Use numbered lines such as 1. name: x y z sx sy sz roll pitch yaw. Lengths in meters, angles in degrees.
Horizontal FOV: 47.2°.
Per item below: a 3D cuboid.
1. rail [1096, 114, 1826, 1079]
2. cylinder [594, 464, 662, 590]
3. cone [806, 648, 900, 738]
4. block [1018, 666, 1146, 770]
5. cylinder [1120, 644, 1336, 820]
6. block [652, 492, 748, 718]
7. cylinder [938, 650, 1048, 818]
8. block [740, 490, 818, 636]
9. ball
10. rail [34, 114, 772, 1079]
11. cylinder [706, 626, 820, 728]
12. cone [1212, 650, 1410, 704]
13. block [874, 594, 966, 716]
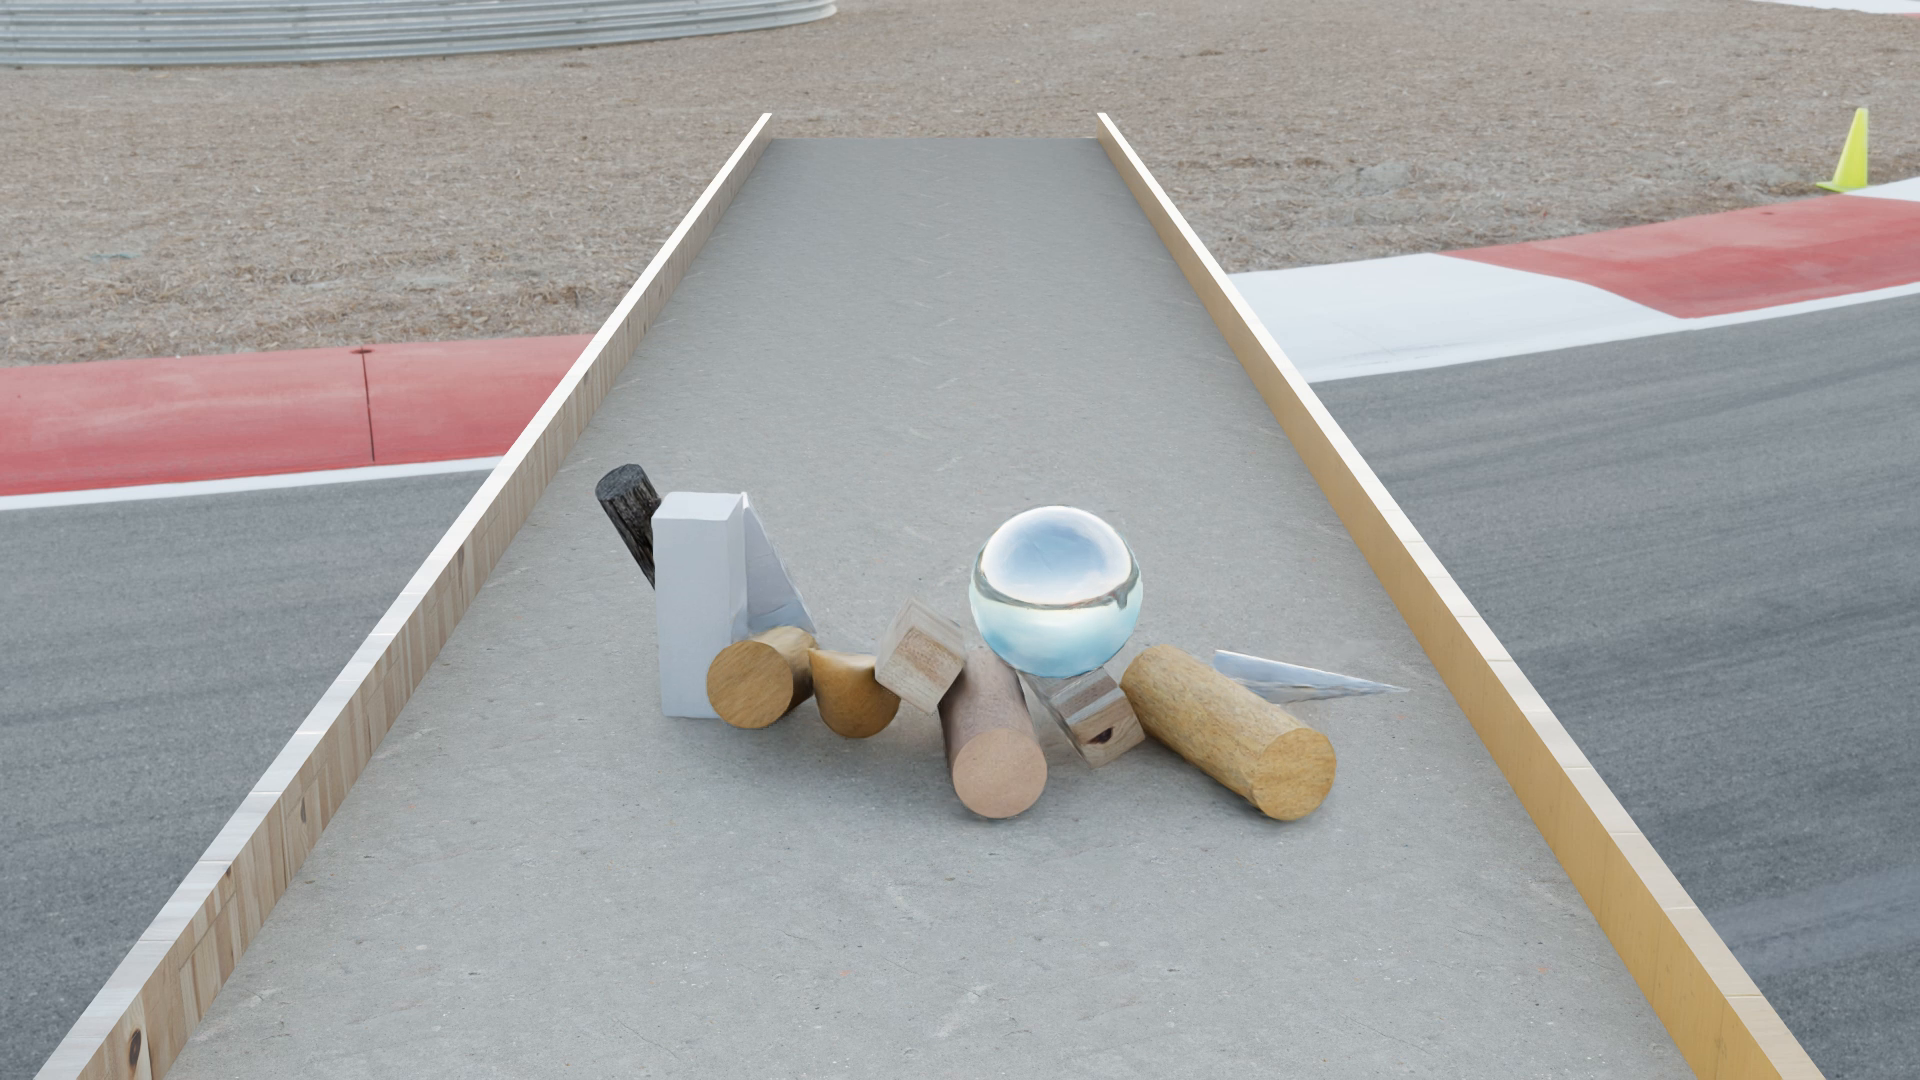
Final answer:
1. rail: 0.932 -0.844 7.801 0.050 0.150 12.000 0 17 -1
2. cylinder: -0.553 0.059 4.241 0.100 0.460 0.100 -17 36 13
3. cone: -0.218 0.231 3.809 0.157 0.157 0.455 3 -13 9
4. block: 0.197 0.257 3.981 0.111 0.111 0.354 -31 35 -5
5. cylinder: 0.459 0.329 3.837 0.163 0.163 0.458 -7 18 -24
6. block: -0.480 0.122 4.101 0.138 0.397 0.138 2 21 7
7. cylinder: 0.049 0.329 3.821 0.156 0.156 0.434 -1 15 -4
8. block: -0.410 0.070 4.424 0.112 0.303 0.112 -27 19 0
9. ball: 0.168 0.091 3.849 0.303 0.303 0.303 0 17 0
10. rail: -1.118 -0.838 7.780 0.050 0.150 12.000 0 17 -1
11. cylinder: -0.347 0.244 3.979 0.153 0.153 0.366 1 2 5
12. cone: 0.656 0.267 4.052 0.373 0.113 0.113 1 15 29
13. block: -0.072 0.201 3.947 0.114 0.114 0.383 34 5 -5
